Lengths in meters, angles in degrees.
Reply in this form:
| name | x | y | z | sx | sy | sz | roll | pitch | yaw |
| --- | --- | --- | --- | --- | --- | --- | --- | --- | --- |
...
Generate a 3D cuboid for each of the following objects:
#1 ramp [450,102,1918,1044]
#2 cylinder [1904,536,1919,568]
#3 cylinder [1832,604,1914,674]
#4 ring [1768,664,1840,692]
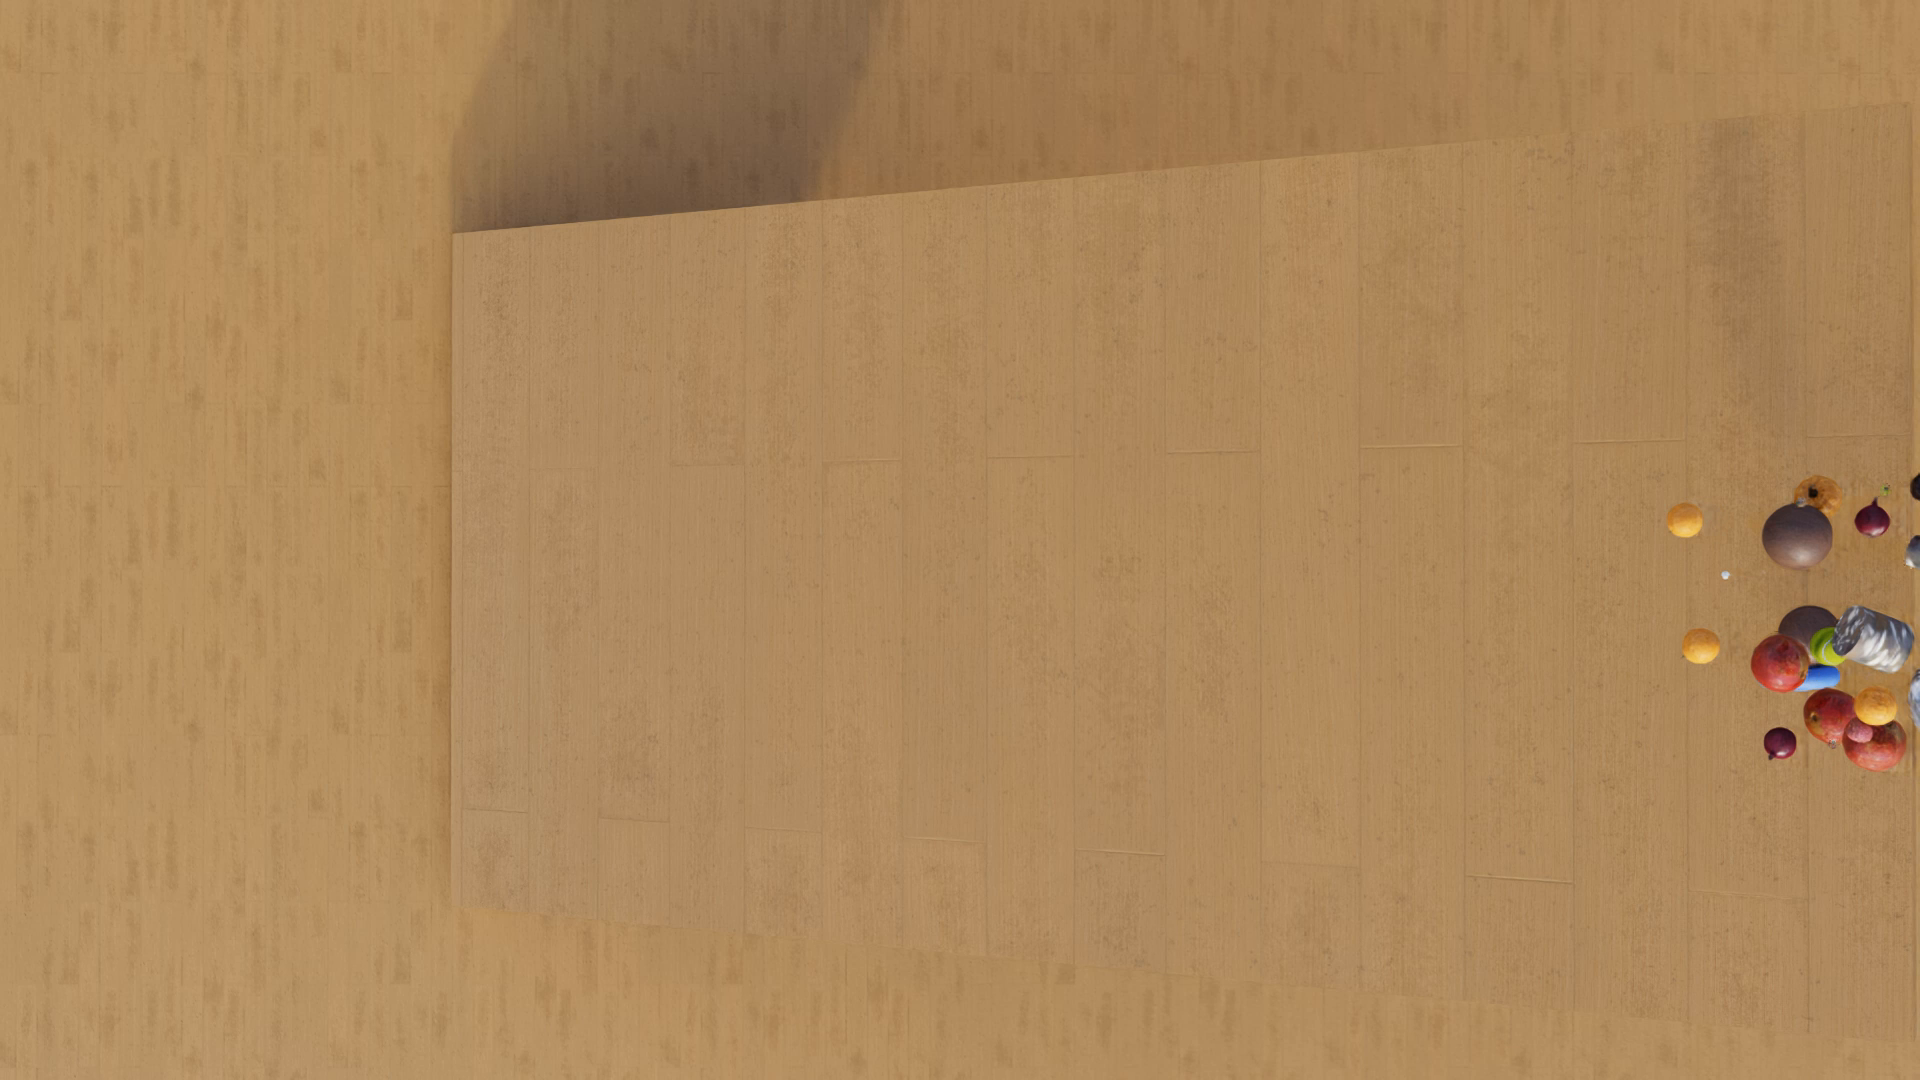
| name | x | y | z | sx | sy | sz | roll | pitch | yaw |
| --- | --- | --- | --- | --- | --- | --- | --- | --- | --- |
| ramp | 0.276 | 0.078 | 5.651 | 4.000 | 0.100 | 2.000 | 0 | 89 | 28 |
| cylinder | 1.789 | 0.028 | 4.065 | 0.059 | 0.059 | 0.059 | 22 | 89 | 44 |
| cylinder | 1.579 | 0.172 | 3.804 | 0.093 | 0.093 | 0.093 | 20 | 89 | -6 |
| ring | 1.793 | 0.293 | 4.672 | 0.145 | 0.145 | 0.048 | -5 | 88 | 0 |
